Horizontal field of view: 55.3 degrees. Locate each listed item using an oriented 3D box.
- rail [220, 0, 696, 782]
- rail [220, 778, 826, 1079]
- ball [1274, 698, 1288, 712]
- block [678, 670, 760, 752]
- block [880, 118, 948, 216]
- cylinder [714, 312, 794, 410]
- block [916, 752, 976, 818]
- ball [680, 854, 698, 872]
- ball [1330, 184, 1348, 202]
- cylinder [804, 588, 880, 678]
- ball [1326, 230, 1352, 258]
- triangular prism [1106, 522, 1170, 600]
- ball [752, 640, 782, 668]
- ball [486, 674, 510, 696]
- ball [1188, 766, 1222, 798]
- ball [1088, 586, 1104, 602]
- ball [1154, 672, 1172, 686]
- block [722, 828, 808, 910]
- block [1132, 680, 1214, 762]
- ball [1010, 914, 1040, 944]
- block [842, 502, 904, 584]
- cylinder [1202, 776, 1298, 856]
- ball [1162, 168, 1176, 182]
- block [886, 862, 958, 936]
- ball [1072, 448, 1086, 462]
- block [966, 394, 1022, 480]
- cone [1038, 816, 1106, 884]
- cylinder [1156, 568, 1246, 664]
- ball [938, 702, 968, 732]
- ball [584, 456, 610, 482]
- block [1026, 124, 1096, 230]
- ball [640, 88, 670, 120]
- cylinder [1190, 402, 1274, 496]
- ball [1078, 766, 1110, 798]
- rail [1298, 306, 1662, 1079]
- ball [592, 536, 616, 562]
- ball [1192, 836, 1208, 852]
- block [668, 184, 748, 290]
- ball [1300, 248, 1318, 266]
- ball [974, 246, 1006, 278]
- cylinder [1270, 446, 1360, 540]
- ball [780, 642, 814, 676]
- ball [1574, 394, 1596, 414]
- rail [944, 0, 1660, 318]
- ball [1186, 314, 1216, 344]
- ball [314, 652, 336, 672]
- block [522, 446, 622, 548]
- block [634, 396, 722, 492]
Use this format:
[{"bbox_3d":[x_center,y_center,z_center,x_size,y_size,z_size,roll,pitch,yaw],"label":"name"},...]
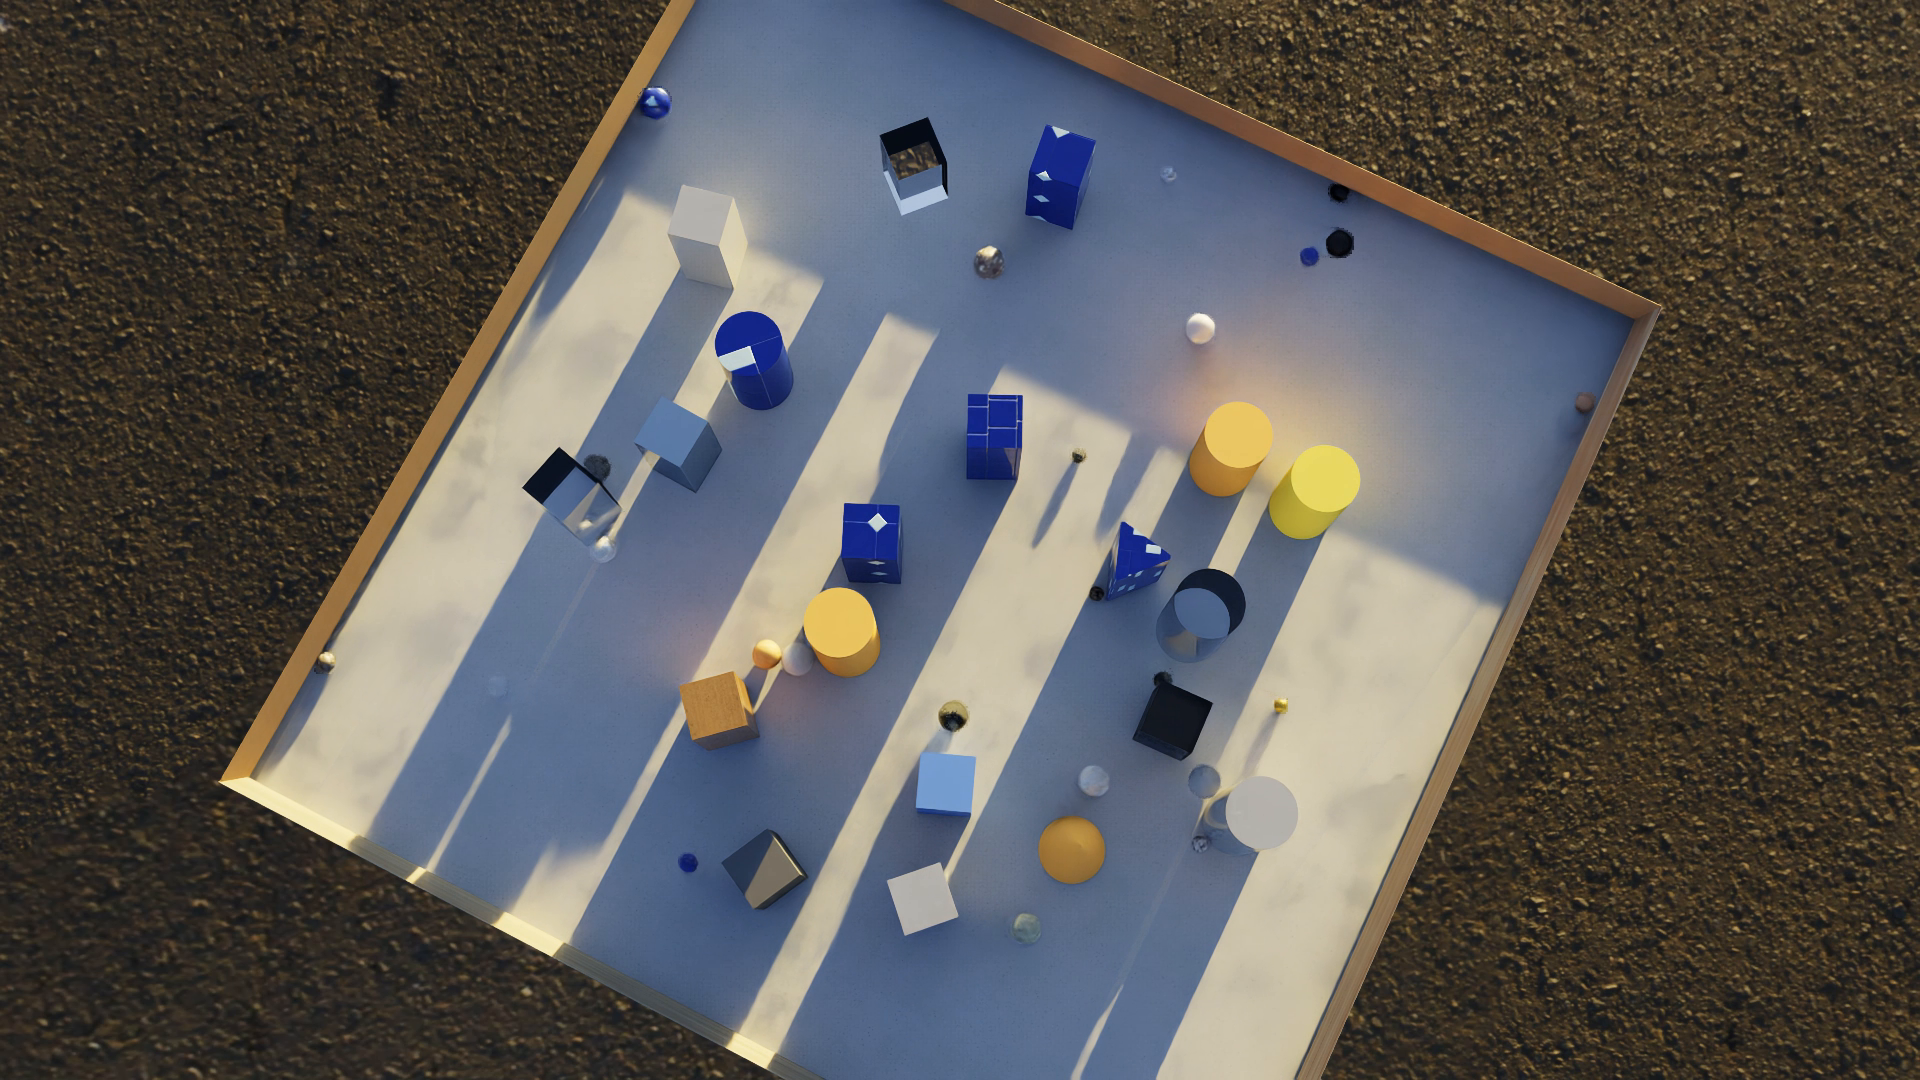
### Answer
[{"bbox_3d":[-1.416,-0.687,5.692,0.045,0.129,3.235,26,80,5],"label":"rail"},{"bbox_3d":[-0.713,1.403,5.259,3.214,0.129,0.045,26,80,5],"label":"rail"},{"bbox_3d":[0.960,0.497,5.493,0.042,0.042,0.042,0,78,0],"label":"ball"},{"bbox_3d":[-0.697,0.501,5.335,0.159,0.347,0.159,-15,79,-3],"label":"block"},{"bbox_3d":[-0.142,-1.162,5.712,0.159,0.284,0.159,-21,79,-4],"label":"block"},{"bbox_3d":[-0.619,-0.538,5.540,0.198,0.368,0.198,0,78,0],"label":"cylinder"},{"bbox_3d":[-0.040,0.714,5.336,0.159,0.259,0.159,5,78,1],"label":"block"},{"bbox_3d":[-0.798,0.951,5.392,0.054,0.054,0.054,0,78,0],"label":"ball"},{"bbox_3d":[1.205,-1.104,5.816,0.057,0.057,0.057,0,78,0],"label":"ball"},{"bbox_3d":[-0.339,0.274,5.341,0.198,0.428,0.198,0,78,0],"label":"cylinder"},{"bbox_3d":[1.193,-0.932,5.768,0.082,0.082,0.082,0,78,0],"label":"ball"},{"bbox_3d":[0.497,0.050,5.427,0.172,0.351,0.149,-22,79,-4],"label":"triangular prism"},{"bbox_3d":[-0.580,0.343,5.501,0.087,0.087,0.087,0,78,0],"label":"ball"},{"bbox_3d":[-1.384,0.436,5.493,0.065,0.065,0.065,0,78,0],"label":"ball"},{"bbox_3d":[0.724,0.716,5.419,0.097,0.097,0.097,0,78,0],"label":"ball"},{"bbox_3d":[0.414,0.163,5.560,0.045,0.045,0.045,0,78,0],"label":"ball"},{"bbox_3d":[0.610,0.422,5.500,0.058,0.058,0.058,0,78,0],"label":"ball"},{"bbox_3d":[-0.558,0.949,5.268,0.159,0.298,0.159,-36,81,-7],"label":"block"},{"bbox_3d":[0.621,0.532,5.371,0.159,0.264,0.159,24,79,5],"label":"block"},{"bbox_3d":[0.191,1.133,5.337,0.089,0.089,0.089,0,78,0],"label":"ball"},{"bbox_3d":[-0.256,0.014,5.414,0.159,0.391,0.159,2,78,0],"label":"block"},{"bbox_3d":[0.820,0.789,5.210,0.198,0.477,0.198,0,78,0],"label":"cylinder"},{"bbox_3d":[0.665,-1.161,5.833,0.047,0.047,0.047,0,78,0],"label":"ball"},{"bbox_3d":[-0.105,1.032,5.263,0.159,0.274,0.159,-19,79,-4],"label":"block"},{"bbox_3d":[0.368,-0.262,5.650,0.041,0.041,0.041,0,78,0],"label":"ball"},{"bbox_3d":[0.101,-0.304,5.479,0.159,0.392,0.159,1,78,0],"label":"block"},{"bbox_3d":[0.331,0.877,5.230,0.198,0.402,0.198,0,78,0],"label":"cone"},{"bbox_3d":[0.693,0.226,5.320,0.198,0.490,0.198,0,78,0],"label":"cylinder"},{"bbox_3d":[-0.020,0.525,5.462,0.089,0.089,0.089,0,78,0],"label":"ball"},{"bbox_3d":[-1.113,-0.218,5.620,0.082,0.082,0.082,0,78,0],"label":"ball"},{"bbox_3d":[0.308,-1.118,5.671,0.159,0.347,0.159,19,79,4],"label":"block"},{"bbox_3d":[-0.974,-1.395,5.855,0.099,0.099,0.099,0,78,0],"label":"ball"},{"bbox_3d":[0.807,-0.268,5.484,0.198,0.368,0.198,0,78,0],"label":"cylinder"},{"bbox_3d":[0.394,0.714,5.421,0.094,0.094,0.094,0,78,0],"label":"ball"},{"bbox_3d":[1.416,0.700,5.405,0.045,0.129,3.235,26,80,5],"label":"rail"},{"bbox_3d":[-1.082,0.028,5.572,0.076,0.076,0.076,0,78,0],"label":"ball"},{"bbox_3d":[0.708,0.896,5.407,0.047,0.047,0.047,0,78,0],"label":"ball"},{"bbox_3d":[-0.769,-0.922,5.612,0.159,0.383,0.159,14,79,3],"label":"block"},{"bbox_3d":[1.100,-0.891,5.771,0.059,0.059,0.059,0,78,0],"label":"ball"},{"bbox_3d":[0.092,-0.870,5.747,0.098,0.098,0.098,0,78,0],"label":"ball"},{"bbox_3d":[1.050,-0.138,5.448,0.198,0.385,0.198,0,78,0],"label":"cylinder"},{"bbox_3d":[-0.488,0.356,5.493,0.097,0.097,0.097,0,78,0],"label":"ball"},{"bbox_3d":[1.934,-0.423,5.673,0.061,0.061,0.061,0,78,0],"label":"ball"},{"bbox_3d":[0.713,-1.389,5.837,3.214,0.129,0.045,26,80,5],"label":"rail"},{"bbox_3d":[0.748,-0.657,5.705,0.092,0.092,0.092,0,78,0],"label":"ball"},{"bbox_3d":[-1.909,0.368,5.509,0.061,0.061,0.061,0,78,0],"label":"ball"},{"bbox_3d":[-1.149,-0.123,5.453,0.159,0.370,0.159,39,81,7],"label":"block"},{"bbox_3d":[-0.843,-0.283,5.507,0.159,0.330,0.159,29,80,6],"label":"block"}]
